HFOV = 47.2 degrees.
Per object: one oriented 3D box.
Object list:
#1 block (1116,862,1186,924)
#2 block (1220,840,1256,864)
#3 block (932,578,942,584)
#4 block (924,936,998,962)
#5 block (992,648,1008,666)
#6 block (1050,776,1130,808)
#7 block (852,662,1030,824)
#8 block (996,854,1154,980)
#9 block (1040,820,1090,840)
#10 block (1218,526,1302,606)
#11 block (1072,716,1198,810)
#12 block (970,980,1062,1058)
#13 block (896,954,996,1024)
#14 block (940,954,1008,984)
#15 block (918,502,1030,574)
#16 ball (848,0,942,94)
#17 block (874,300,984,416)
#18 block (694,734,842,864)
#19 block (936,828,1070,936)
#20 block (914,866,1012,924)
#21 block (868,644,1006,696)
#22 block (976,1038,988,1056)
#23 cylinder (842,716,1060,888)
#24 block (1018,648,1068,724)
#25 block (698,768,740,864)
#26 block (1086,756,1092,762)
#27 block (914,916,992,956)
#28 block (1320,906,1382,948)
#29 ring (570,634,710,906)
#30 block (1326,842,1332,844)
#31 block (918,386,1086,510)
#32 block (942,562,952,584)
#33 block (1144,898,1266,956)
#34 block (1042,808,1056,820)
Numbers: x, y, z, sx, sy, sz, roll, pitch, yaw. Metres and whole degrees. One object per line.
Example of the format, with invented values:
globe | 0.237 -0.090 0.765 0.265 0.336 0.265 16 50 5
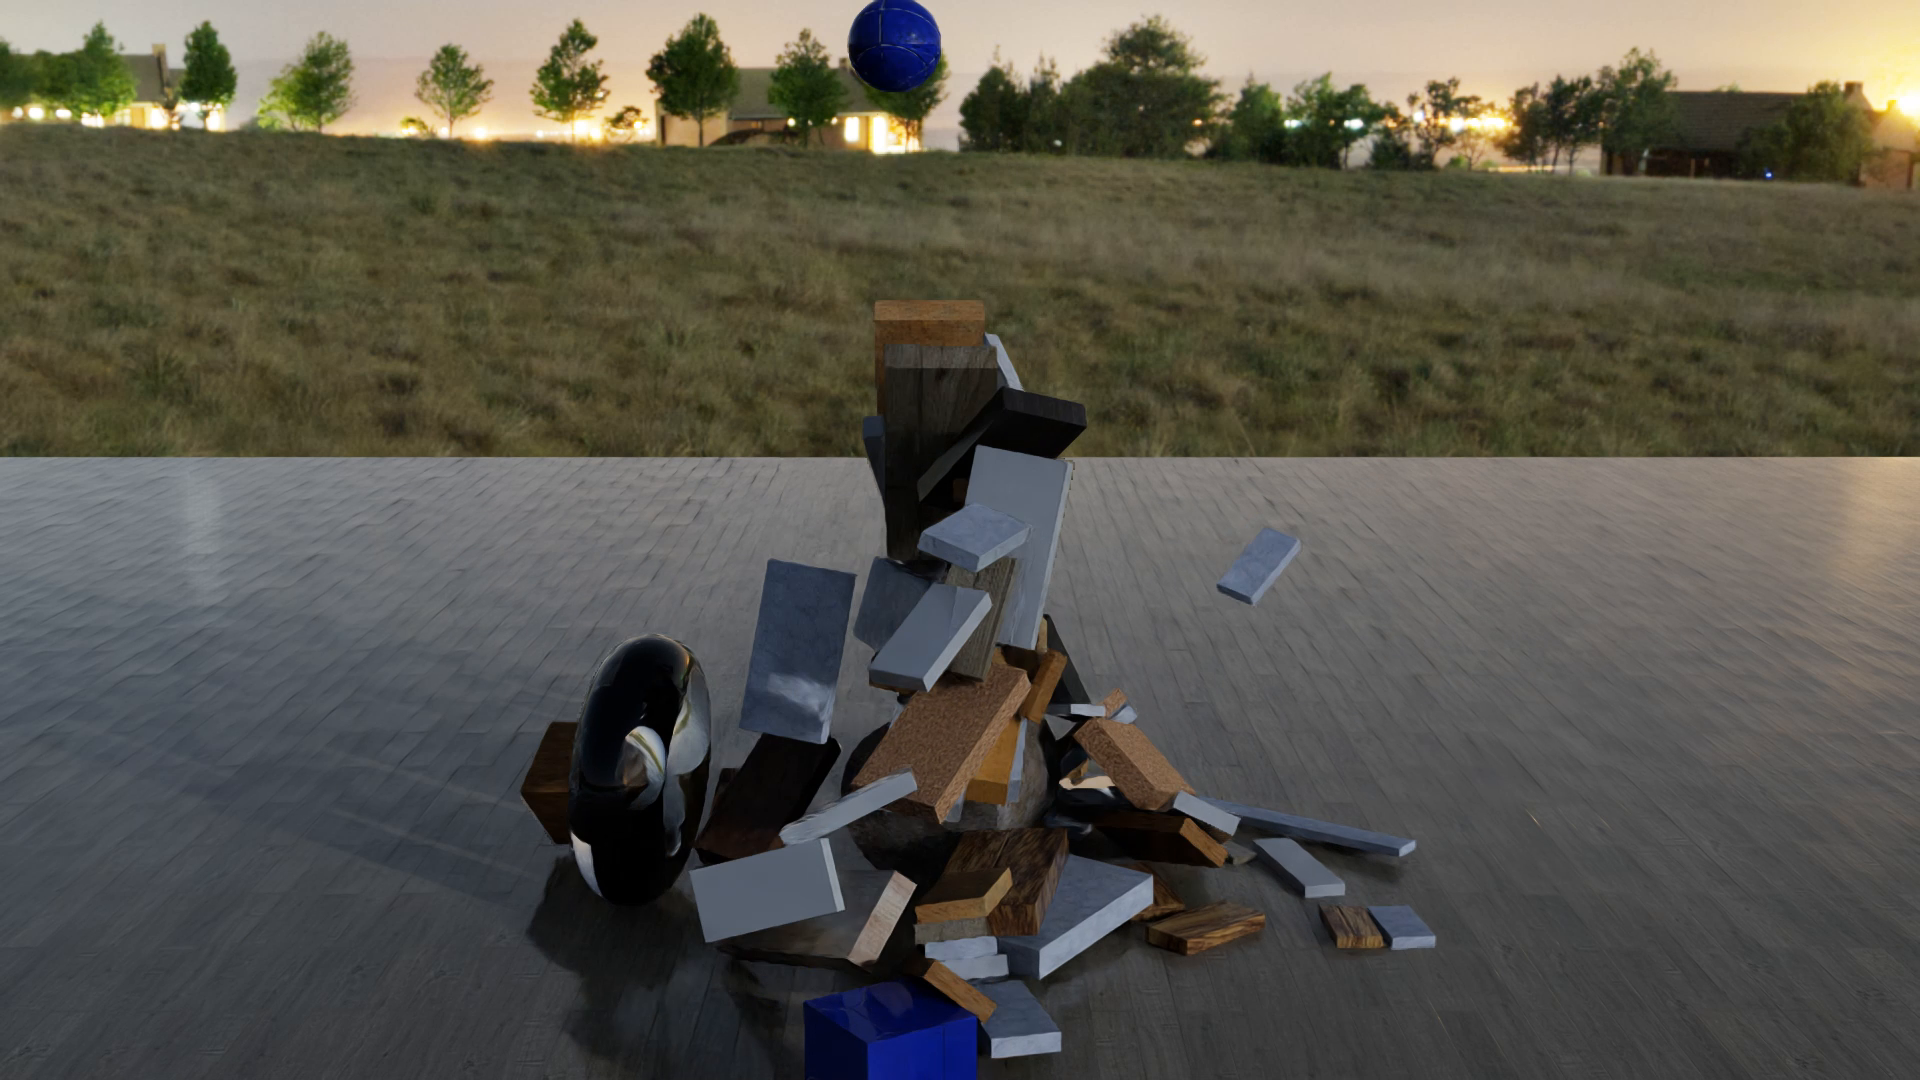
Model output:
block | 0.295 0.580 3.624 0.091 0.026 0.182 -3 14 -15
block | 0.471 0.547 3.863 0.049 0.014 0.098 -6 12 -29
block | -0.006 -0.017 3.775 0.148 0.042 0.295 -11 30 4
block | 0.002 0.597 3.162 0.101 0.029 0.202 -6 -15 -2
block | 0.037 0.182 3.447 0.110 0.016 0.055 28 27 -51
block | 0.245 0.466 4.078 0.222 0.031 0.111 -1 3 -16
block | -0.024 0.268 3.025 0.132 0.037 0.265 12 47 29
block | 0.145 0.583 3.438 0.169 0.048 0.338 9 17 34
block | 0.181 0.521 3.958 0.098 0.014 0.049 3 12 21
block | 0.611 0.052 4.488 0.086 0.024 0.173 23 60 37
block | 0.313 0.400 3.894 0.169 0.048 0.338 49 8 17
block | 0.065 0.668 3.073 0.099 0.028 0.198 -3 10 -14
block | -0.020 0.587 2.882 0.099 0.028 0.198 38 -14 -4
block | 0.013 0.619 3.138 0.099 0.028 0.198 -6 -15 -4
block | 0.020 -0.005 3.022 0.089 0.025 0.178 23 22 17
ball | -0.099 -0.750 3.331 0.144 0.144 0.144 0 11 0
block | -0.047 -0.227 3.435 0.166 0.331 0.047 0 44 0
block | -0.333 0.446 3.811 0.136 0.039 0.273 13 57 29
block | 0.062 0.533 3.448 0.169 0.048 0.338 -3 12 12
block | 0.008 0.517 3.202 0.101 0.029 0.202 -10 2 12
block | -0.020 0.165 3.602 0.165 0.047 0.330 11 24 11
block | 0.040 0.690 3.086 0.061 0.017 0.121 -3 11 -15
cylinder | -0.012 0.418 3.803 0.289 0.289 0.289 5 11 23
block | 0.134 0.235 3.526 0.017 0.117 0.059 22 -5 25
block | -0.391 0.482 3.848 0.091 0.026 0.183 -1 51 16
block | 0.244 0.414 4.387 0.055 0.016 0.110 35 -10 6
block | -0.008 0.574 3.182 0.101 0.029 0.202 -7 -15 1
block | 0.619 0.613 3.489 0.070 0.020 0.140 0 11 -2
ring | -0.523 0.378 3.628 0.149 0.448 0.448 6 11 7
block | 0.700 0.534 3.934 0.095 0.013 0.047 5 12 24
block | 0.059 -0.125 3.228 0.135 0.038 0.269 11 -34 -26
block | 0.034 0.047 3.503 0.104 0.029 0.208 -1 -16 -7
block | 0.388 0.612 3.479 0.182 0.026 0.091 -9 14 -41
block | 0.126 0.493 4.027 0.098 0.014 0.049 8 9 8
